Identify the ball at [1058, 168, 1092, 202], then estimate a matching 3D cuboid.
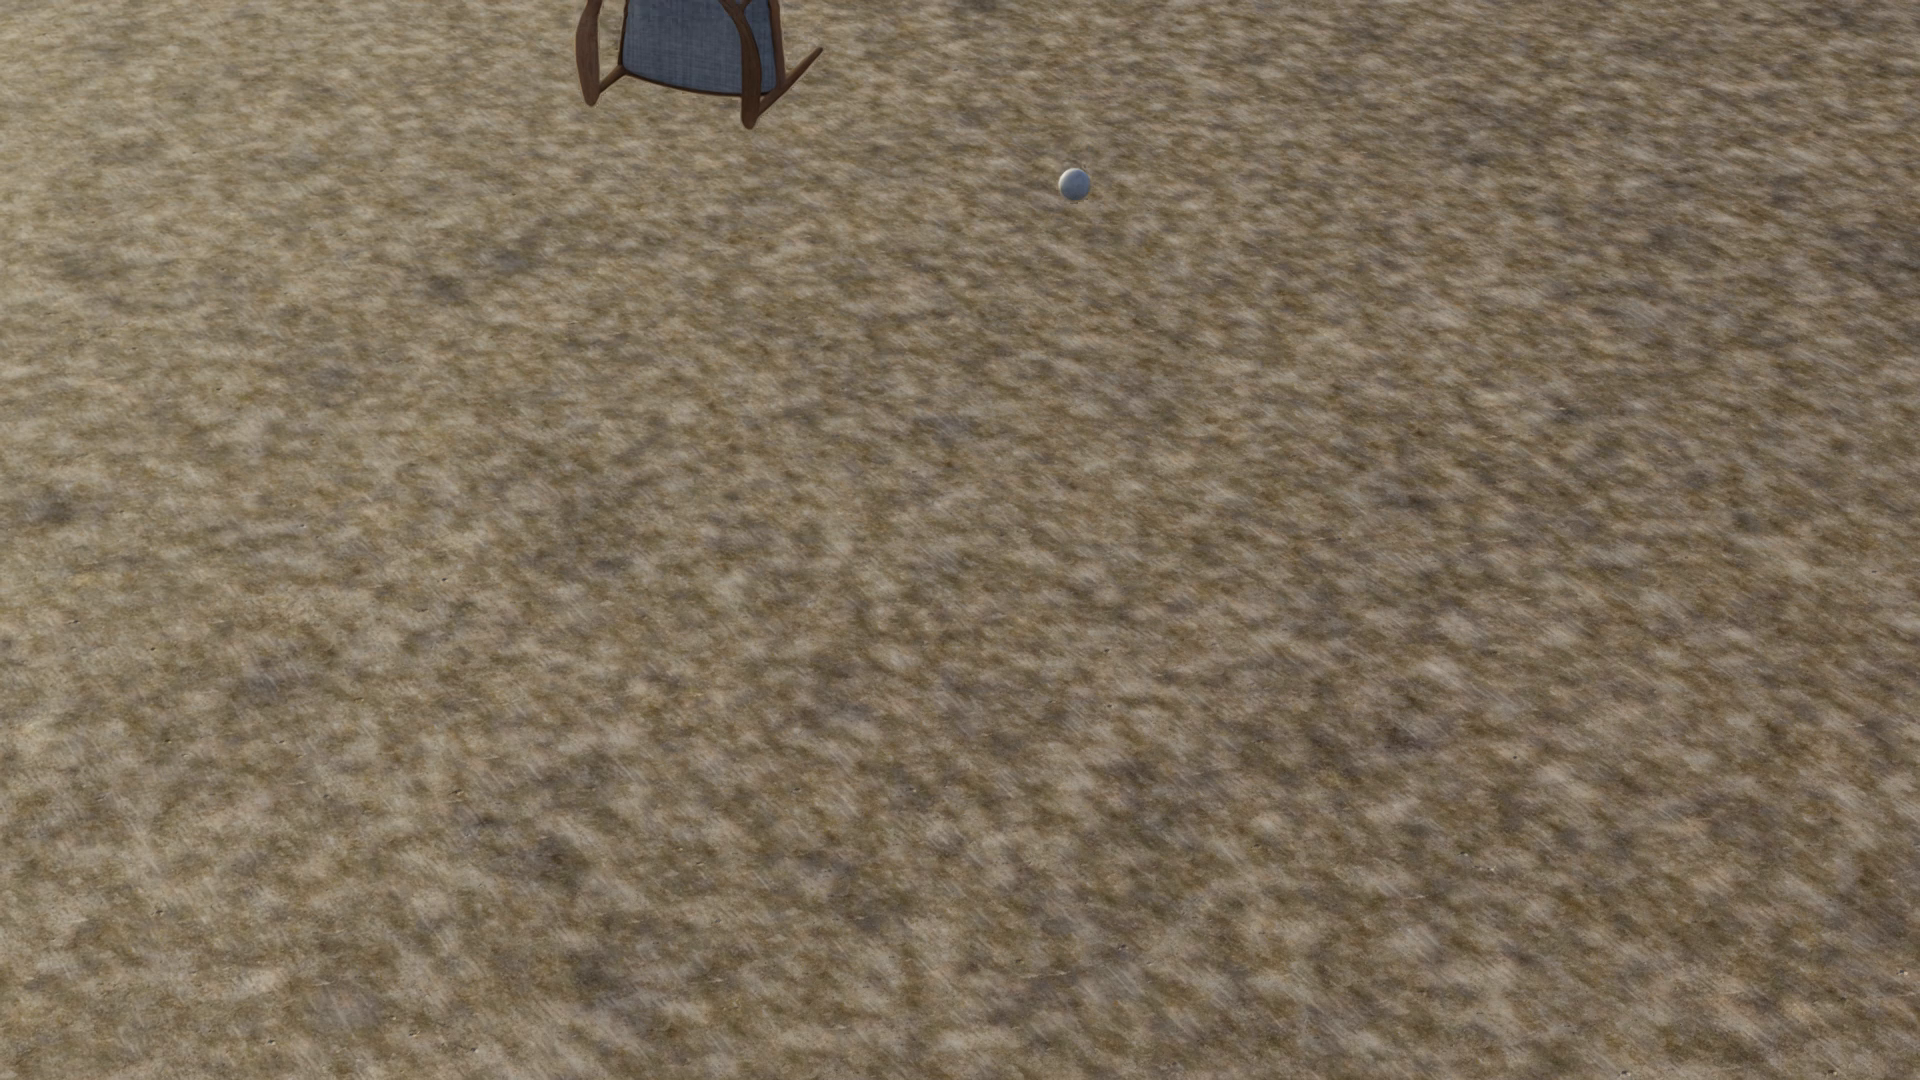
[{"bbox_3d":[0.309,-0.958,7.907,0.088,0.088,0.088,0,33,0],"label":"ball"}]
